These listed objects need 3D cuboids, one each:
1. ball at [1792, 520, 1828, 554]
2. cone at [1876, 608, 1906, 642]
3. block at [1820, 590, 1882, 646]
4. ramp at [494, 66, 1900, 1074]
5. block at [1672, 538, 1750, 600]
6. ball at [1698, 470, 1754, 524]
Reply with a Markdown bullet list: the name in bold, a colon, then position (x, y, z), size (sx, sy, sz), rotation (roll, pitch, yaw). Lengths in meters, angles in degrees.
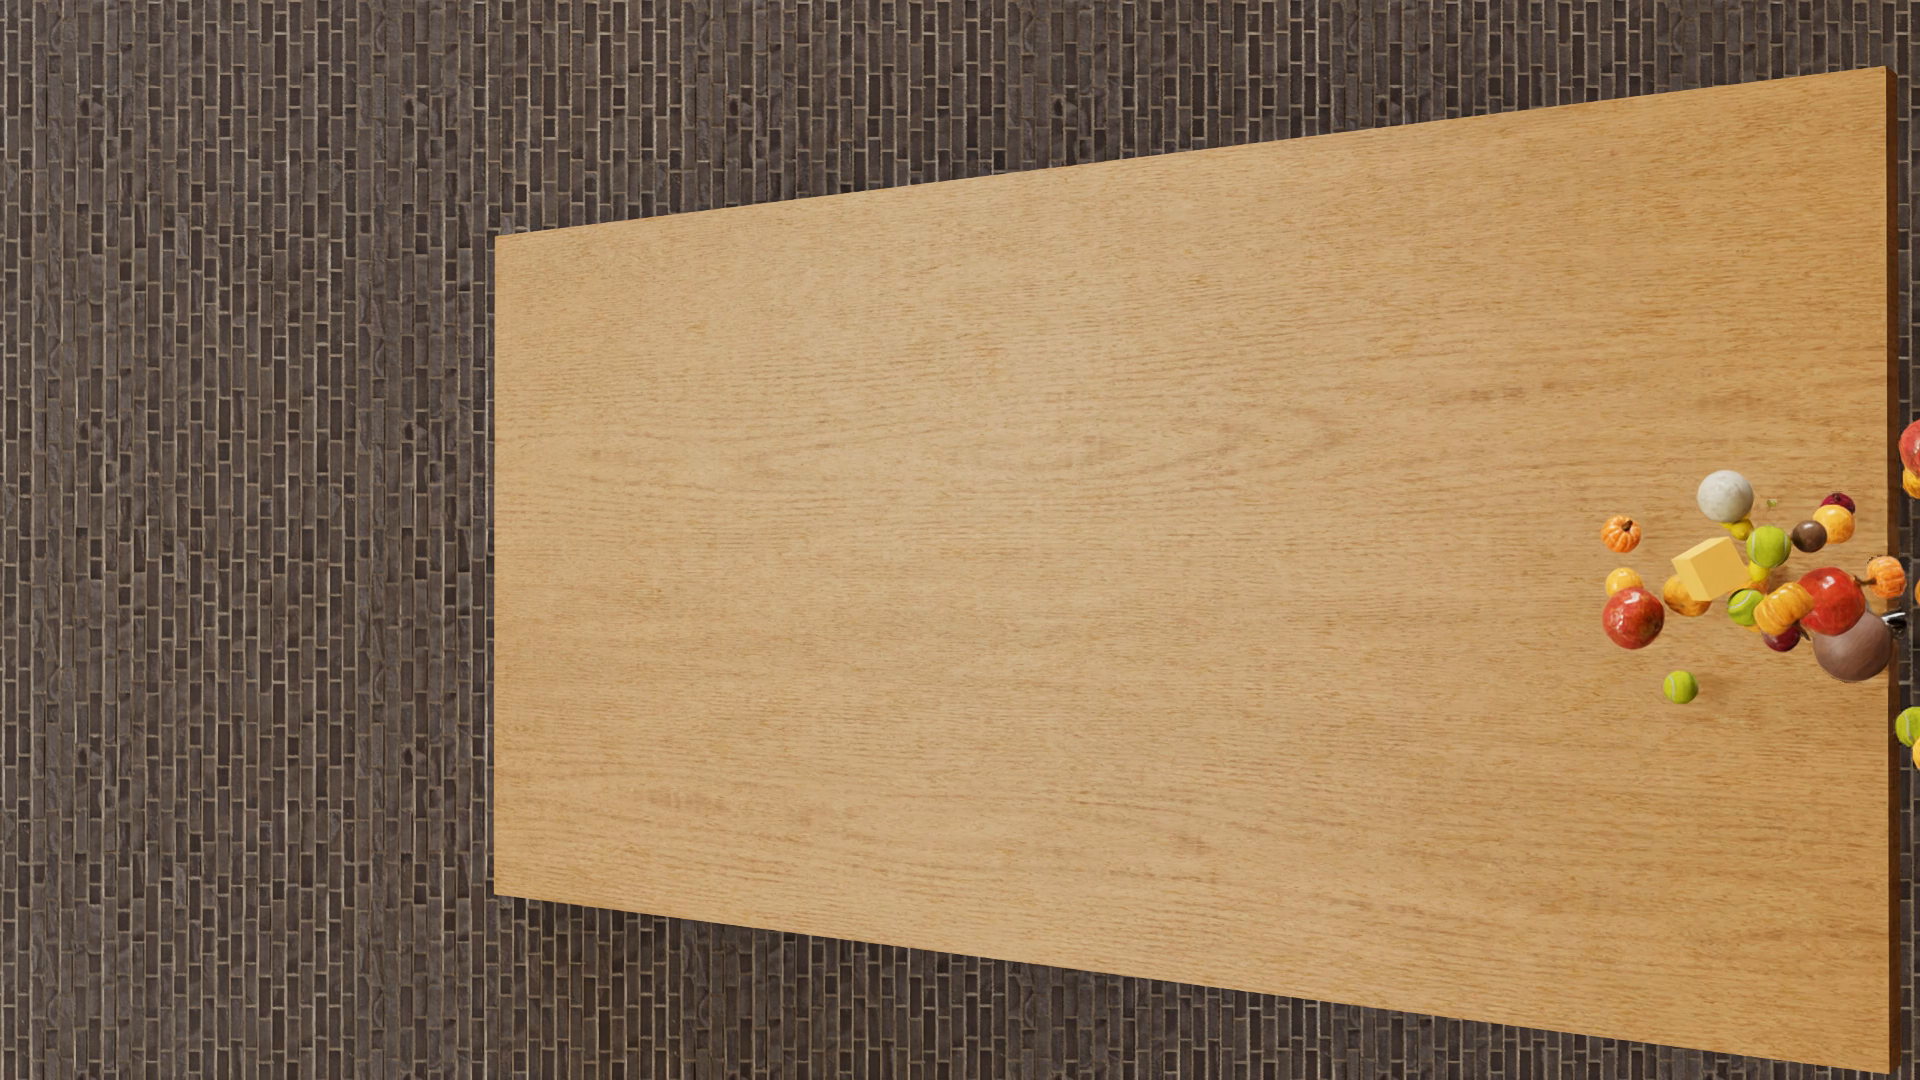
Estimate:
- **ball**: position (1.390, -0.006, 3.599), size (0.055, 0.055, 0.055), rotation (0, 90, 0)
- **cone**: position (1.728, 0.158, 4.130), size (0.067, 0.067, 0.067), rotation (3, 90, -6)
- **block**: position (1.625, 0.143, 4.012), size (0.065, 0.065, 0.065), rotation (19, 130, -37)
- **ramp**: position (0.241, 0.067, 5.564), size (4.000, 0.100, 2.000), rotation (0, 89, 36)
- **block**: position (1.370, 0.053, 4.013), size (0.085, 0.085, 0.085), rotation (-28, 90, -4)
- **ball**: position (1.423, -0.080, 4.088), size (0.100, 0.100, 0.100), rotation (0, 90, 0)
